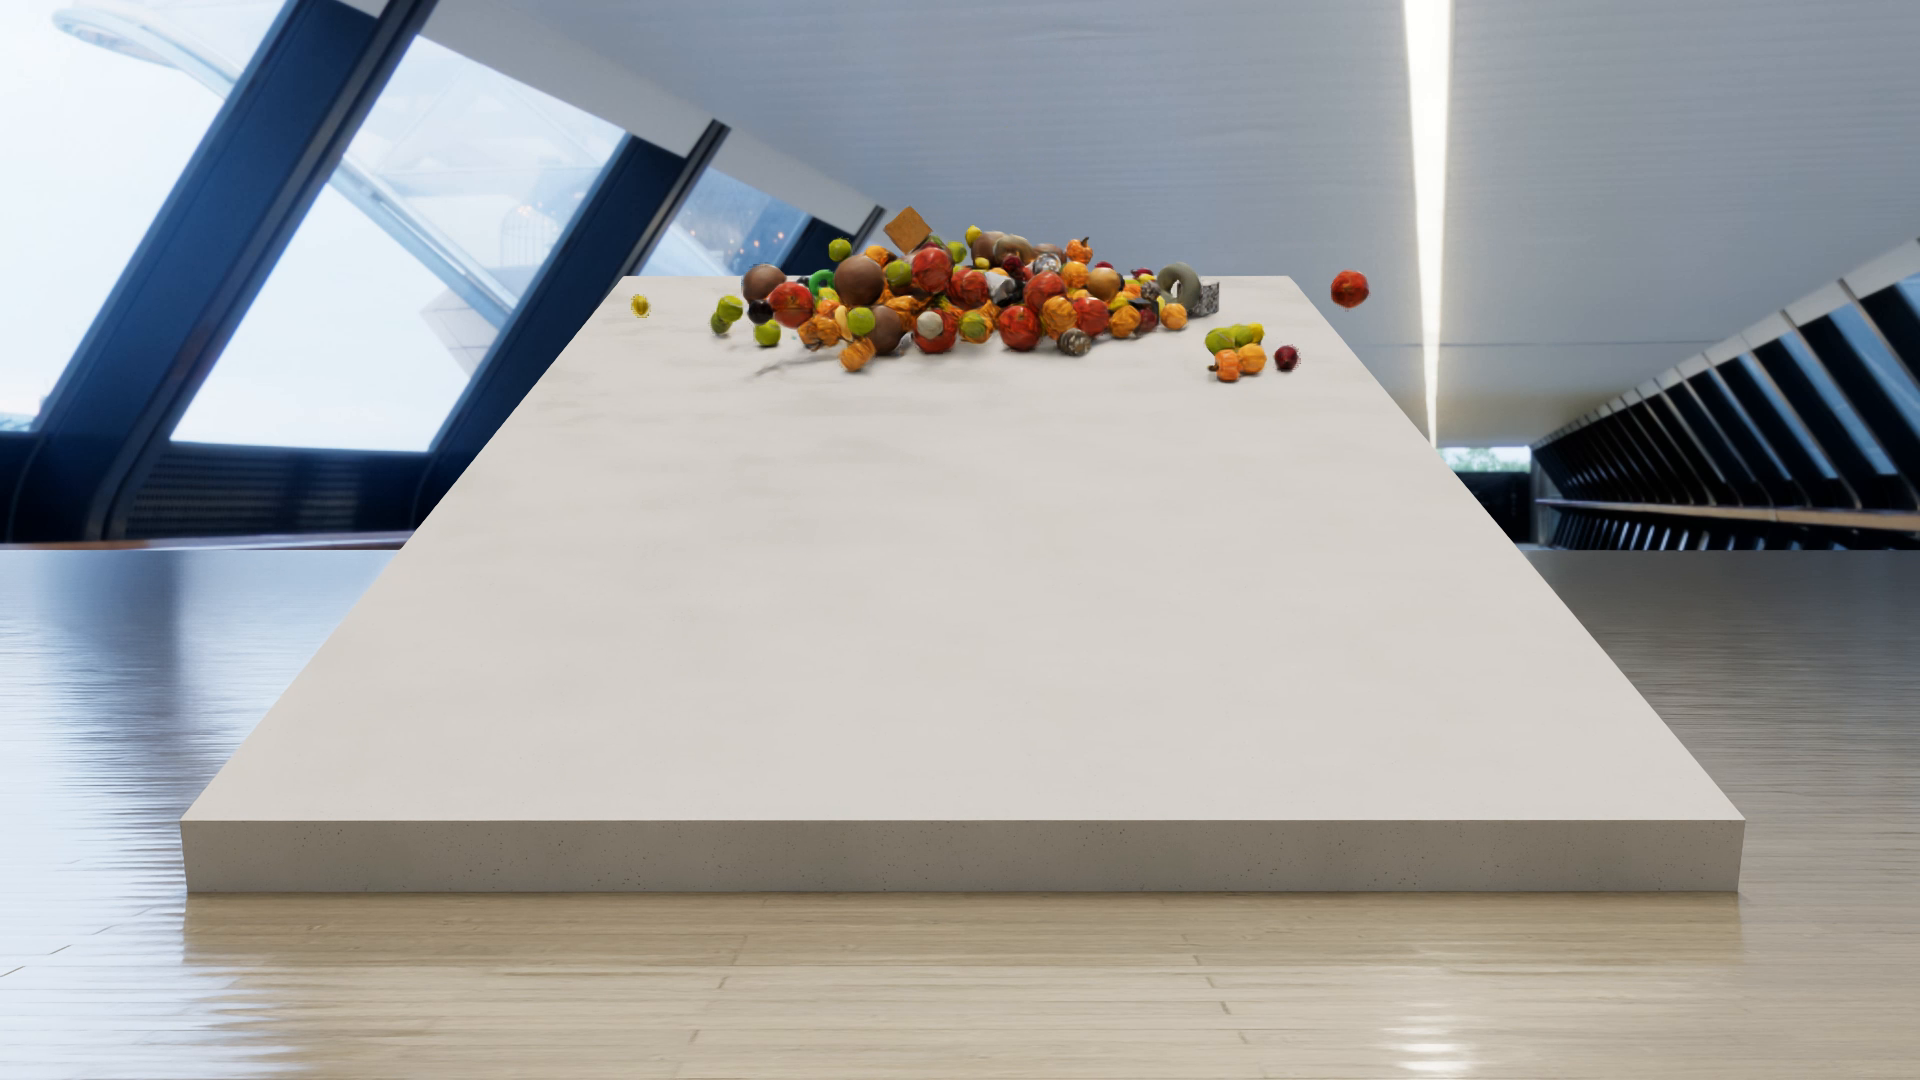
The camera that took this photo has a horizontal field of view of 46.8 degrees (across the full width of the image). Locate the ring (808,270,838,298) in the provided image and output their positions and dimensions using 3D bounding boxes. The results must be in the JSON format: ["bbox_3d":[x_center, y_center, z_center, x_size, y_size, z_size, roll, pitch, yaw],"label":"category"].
[{"bbox_3d":[-0.387,-0.725,6.280,0.087,0.087,0.029,0,31,-17],"label":"ring"}]

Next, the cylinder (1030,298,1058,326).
[{"bbox_3d":[0.225,-0.611,5.940,0.057,0.057,0.057,-21,7,-20],"label":"cylinder"}]

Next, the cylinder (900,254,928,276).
[{"bbox_3d":[-0.138,-0.818,6.728,0.084,0.084,0.084,-1,-10,0],"label":"cylinder"}]

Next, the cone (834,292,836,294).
[{"bbox_3d":[-0.377,-0.719,6.368,0.061,0.061,0.061,29,-13,-25],"label":"cone"}]

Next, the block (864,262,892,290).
[{"bbox_3d":[-0.237,-0.760,6.374,0.051,0.051,0.051,25,-12,31],"label":"block"}]

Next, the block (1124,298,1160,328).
[{"bbox_3d":[0.485,-0.608,5.934,0.066,0.066,0.066,-15,23,-41],"label":"block"}]

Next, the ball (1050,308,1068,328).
[{"bbox_3d":[0.261,-0.592,5.901,0.054,0.054,0.054,0,0,0],"label":"ball"}]

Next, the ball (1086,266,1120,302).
[{"bbox_3d":[0.380,-0.680,5.885,0.091,0.091,0.091,0,0,0],"label":"ball"}]

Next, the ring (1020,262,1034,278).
[{"bbox_3d":[0.215,-0.765,6.285,0.089,0.030,0.089,3,-6,0],"label":"ring"}]

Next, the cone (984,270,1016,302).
[{"bbox_3d":[0.088,-0.685,5.845,0.084,0.084,0.084,48,21,20],"label":"cone"}]

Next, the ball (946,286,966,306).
[{"bbox_3d":[-0.013,-0.679,6.168,0.055,0.055,0.055,0,0,0],"label":"ball"}]

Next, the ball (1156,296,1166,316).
[{"bbox_3d":[0.526,-0.638,6.032,0.067,0.067,0.067,0,0,0],"label":"ball"}]

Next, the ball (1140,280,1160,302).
[{"bbox_3d":[0.504,-0.660,5.871,0.055,0.055,0.055,0,0,0],"label":"ball"}]

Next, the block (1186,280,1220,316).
[{"bbox_3d":[0.656,-0.668,6.105,0.083,0.083,0.083,14,21,38],"label":"block"}]

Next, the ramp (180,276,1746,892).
[{"bbox_3d":[-0.003,-0.170,4.762,2.000,0.100,4.000,0,17,0],"label":"ramp"}]

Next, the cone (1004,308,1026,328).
[{"bbox_3d":[0.136,-0.572,5.856,0.057,0.057,0.057,-33,15,-24],"label":"cone"}]

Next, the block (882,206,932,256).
[{"bbox_3d":[-0.146,-0.857,6.134,0.095,0.095,0.095,-42,7,0],"label":"block"}]

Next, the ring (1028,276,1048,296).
[{"bbox_3d":[0.215,-0.710,6.266,0.083,0.083,0.028,0,-24,43],"label":"ring"}]

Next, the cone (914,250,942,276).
[{"bbox_3d":[-0.107,-0.798,6.504,0.077,0.077,0.077,-39,-21,29],"label":"cone"}]

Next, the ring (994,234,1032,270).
[{"bbox_3d":[0.146,-0.794,6.116,0.112,0.037,0.112,9,-42,8],"label":"ring"}]

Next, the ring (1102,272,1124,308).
[{"bbox_3d":[0.422,-0.689,6.129,0.035,0.104,0.104,14,-4,-16],"label":"ring"}]

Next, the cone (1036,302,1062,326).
[{"bbox_3d":[0.241,-0.592,5.821,0.064,0.064,0.064,3,1,34],"label":"cone"}]

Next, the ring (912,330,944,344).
[{"bbox_3d":[-0.083,-0.524,5.716,0.086,0.029,0.086,-1,21,1],"label":"ring"}]

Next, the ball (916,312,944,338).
[{"bbox_3d":[-0.074,-0.526,5.424,0.067,0.067,0.067,0,0,0],"label":"ball"}]

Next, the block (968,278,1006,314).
[{"bbox_3d":[0.077,-0.677,6.137,0.081,0.081,0.081,-6,18,-19],"label":"block"}]

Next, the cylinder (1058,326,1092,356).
[{"bbox_3d":[0.290,-0.499,5.577,0.062,0.062,0.062,0,27,-31],"label":"cylinder"}]

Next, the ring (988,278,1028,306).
[{"bbox_3d":[0.129,-0.664,5.954,0.109,0.036,0.109,-9,-26,-4],"label":"ring"}]

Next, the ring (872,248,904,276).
[{"bbox_3d":[-0.202,-0.782,6.221,0.098,0.033,0.098,32,-18,12],"label":"ring"}]

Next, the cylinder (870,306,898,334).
[{"bbox_3d":[-0.194,-0.561,5.668,0.053,0.053,0.053,-34,-4,6],"label":"cylinder"}]

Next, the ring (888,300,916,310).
[{"bbox_3d":[-0.158,-0.651,6.140,0.078,0.026,0.078,-1,10,0],"label":"ring"}]

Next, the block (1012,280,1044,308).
[{"bbox_3d":[0.184,-0.676,6.100,0.062,0.062,0.062,-19,16,-40],"label":"block"}]

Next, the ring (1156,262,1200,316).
[{"bbox_3d":[0.593,-0.686,6.060,0.147,0.147,0.049,0,-1,43],"label":"ring"}]

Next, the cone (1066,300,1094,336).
[{"bbox_3d":[0.312,-0.585,5.819,0.088,0.088,0.088,0,17,0],"label":"cone"}]

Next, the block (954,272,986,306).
[{"bbox_3d":[0.036,-0.701,6.222,0.078,0.078,0.078,11,20,33],"label":"block"}]

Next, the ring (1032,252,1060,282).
[{"bbox_3d":[0.242,-0.765,6.194,0.090,0.090,0.030,0,25,-37],"label":"ring"}]
